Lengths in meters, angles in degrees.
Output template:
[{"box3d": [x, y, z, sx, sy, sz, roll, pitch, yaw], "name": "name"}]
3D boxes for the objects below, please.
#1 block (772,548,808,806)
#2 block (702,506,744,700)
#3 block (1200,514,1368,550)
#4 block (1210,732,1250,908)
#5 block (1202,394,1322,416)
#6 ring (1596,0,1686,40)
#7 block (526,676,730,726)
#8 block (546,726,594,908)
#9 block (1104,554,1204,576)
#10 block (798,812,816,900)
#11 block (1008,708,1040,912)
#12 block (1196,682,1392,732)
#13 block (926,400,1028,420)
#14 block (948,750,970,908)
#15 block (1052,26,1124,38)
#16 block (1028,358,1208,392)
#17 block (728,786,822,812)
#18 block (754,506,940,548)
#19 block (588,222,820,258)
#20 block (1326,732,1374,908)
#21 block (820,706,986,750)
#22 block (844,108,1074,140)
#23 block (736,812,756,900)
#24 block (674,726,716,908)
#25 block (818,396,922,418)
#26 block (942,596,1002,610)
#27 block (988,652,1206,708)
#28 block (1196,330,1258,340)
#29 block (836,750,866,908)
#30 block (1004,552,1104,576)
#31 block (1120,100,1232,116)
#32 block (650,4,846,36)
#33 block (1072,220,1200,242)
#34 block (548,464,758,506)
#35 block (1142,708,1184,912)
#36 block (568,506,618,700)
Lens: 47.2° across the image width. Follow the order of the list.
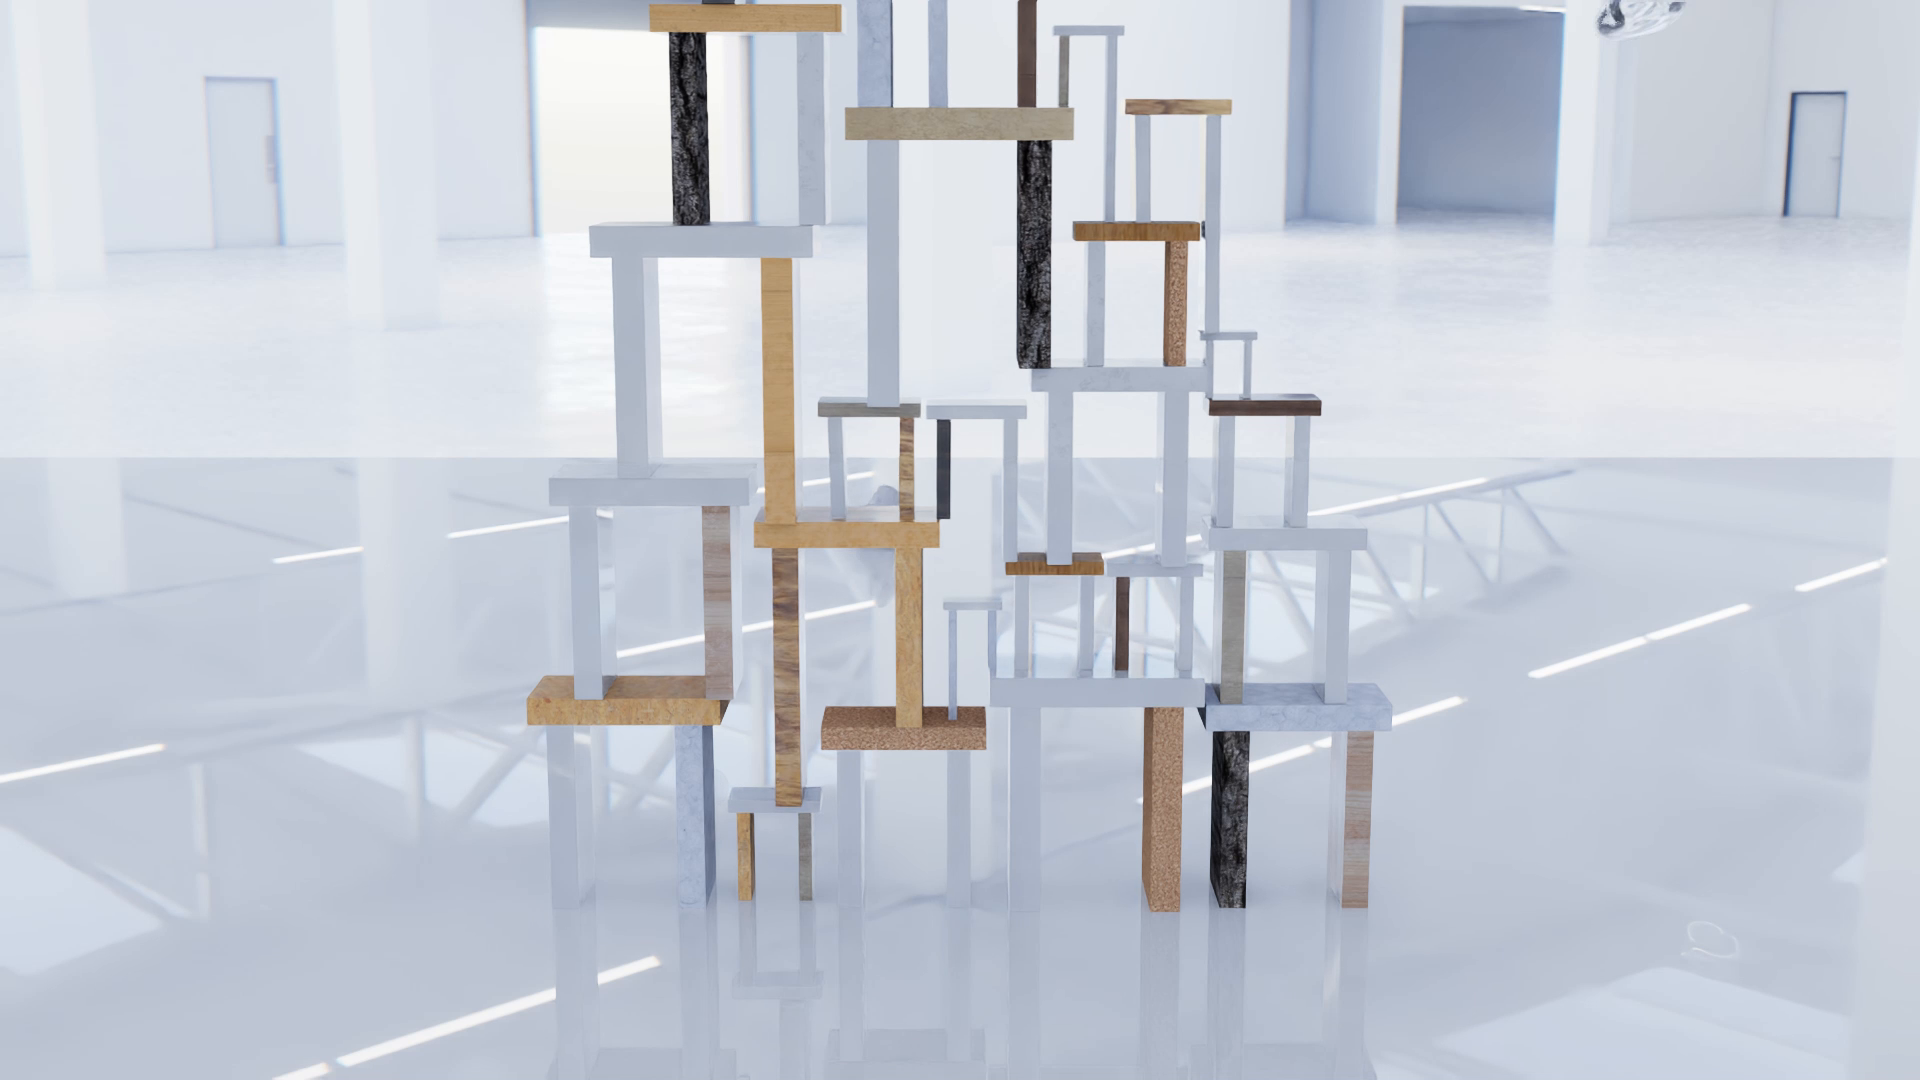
[{"box3d": [-0.278, 0.209, 3.603, 0.042, 0.428, 0.148, 0, 11, 0], "name": "block"}, {"box3d": [-0.385, 0.087, 3.574, 0.045, 0.315, 0.158, 0, 11, 0], "name": "block"}, {"box3d": [0.522, -0.012, 3.560, 0.252, 0.036, 0.126, 0, 11, 0], "name": "block"}, {"box3d": [0.447, 0.442, 3.646, 0.042, 0.300, 0.150, 0, 11, 0], "name": "block"}, {"box3d": [0.482, -0.216, 3.516, 0.178, 0.025, 0.089, 0, 11, 0], "name": "block"}, {"box3d": [1.607, -1.245, 5.194, 0.210, 0.070, 0.210, -12, -11, -2], "name": "ring"}, {"box3d": [-0.541, 0.262, 3.612, 0.310, 0.044, 0.155, 0, 11, 0], "name": "block"}, {"box3d": [-0.645, 0.437, 3.644, 0.044, 0.311, 0.155, 0, 11, 0], "name": "block"}, {"box3d": [0.313, 0.041, 3.566, 0.155, 0.022, 0.077, 0, 11, 0], "name": "block"}, {"box3d": [-0.255, 0.515, 3.658, 0.021, 0.151, 0.076, 0, 11, 0], "name": "block"}, {"box3d": [0.105, 0.421, 3.636, 0.049, 0.344, 0.172, 0, 11, 0], "name": "block"}, {"box3d": [0.546, 0.274, 3.615, 0.300, 0.042, 0.150, 0, 11, 0], "name": "block"}, {"box3d": [0.026, -0.209, 3.516, 0.160, 0.023, 0.080, 0, 11, 0], "name": "block"}, {"box3d": [-0.002, 0.459, 3.643, 0.038, 0.267, 0.134, 0, 11, 0], "name": "block"}, {"box3d": [0.198, -0.789, 3.412, 0.109, 0.015, 0.054, 0, 11, -1], "name": "block"}, {"box3d": [0.250, -0.264, 3.513, 0.276, 0.039, 0.138, 0, 11, 0], "name": "block"}, {"box3d": [-0.305, 0.430, 3.643, 0.151, 0.021, 0.076, 0, 11, 0], "name": "block"}, {"box3d": [-0.180, -0.022, 3.560, 0.295, 0.042, 0.148, 0, 11, 0], "name": "block"}, {"box3d": [-0.399, -0.475, 3.473, 0.345, 0.049, 0.172, 0, 11, 0], "name": "block"}, {"box3d": [0.646, 0.442, 3.646, 0.042, 0.300, 0.150, 0, 11, 0], "name": "block"}, {"box3d": [-0.091, 0.309, 3.615, 0.267, 0.038, 0.134, 0, 11, 0], "name": "block"}, {"box3d": [-0.001, -0.650, 3.435, 0.349, 0.049, 0.175, 0, 11, 0], "name": "block"}, {"box3d": [-0.356, 0.515, 3.658, 0.021, 0.151, 0.076, 0, 11, 0], "name": "block"}, {"box3d": [-0.438, 0.437, 3.644, 0.044, 0.310, 0.155, 0, 11, 0], "name": "block"}, {"box3d": [-0.144, -0.213, 3.519, 0.163, 0.023, 0.081, 0, 11, 0], "name": "block"}, {"box3d": [0.021, 0.103, 3.579, 0.096, 0.014, 0.048, 0, 11, 0], "name": "block"}, {"box3d": [0.220, 0.228, 3.600, 0.344, 0.049, 0.172, 0, 11, 0], "name": "block"}, {"box3d": [0.424, -0.326, 3.497, 0.092, 0.013, 0.046, -1, 10, -2], "name": "block"}, {"box3d": [-0.180, 0.459, 3.643, 0.038, 0.267, 0.134, 0, 11, 0], "name": "block"}, {"box3d": [0.152, 0.038, 3.566, 0.157, 0.022, 0.079, 0, 11, 0], "name": "block"}, {"box3d": [0.336, -0.675, 3.429, 0.166, 0.023, 0.083, 0, 11, -2], "name": "block"}, {"box3d": [-0.325, -0.806, 3.409, 0.292, 0.041, 0.146, 0, 11, 0], "name": "block"}, {"box3d": [0.277, -0.487, 3.466, 0.194, 0.028, 0.097, 0, 11, 0], "name": "block"}, {"box3d": [-0.490, -0.090, 3.542, 0.315, 0.045, 0.158, 0, 11, 0], "name": "block"}, {"box3d": [0.334, 0.421, 3.636, 0.049, 0.344, 0.172, 0, 11, 0], "name": "block"}, {"box3d": [-0.595, 0.087, 3.575, 0.045, 0.315, 0.158, 0, 11, 0], "name": "block"}]
